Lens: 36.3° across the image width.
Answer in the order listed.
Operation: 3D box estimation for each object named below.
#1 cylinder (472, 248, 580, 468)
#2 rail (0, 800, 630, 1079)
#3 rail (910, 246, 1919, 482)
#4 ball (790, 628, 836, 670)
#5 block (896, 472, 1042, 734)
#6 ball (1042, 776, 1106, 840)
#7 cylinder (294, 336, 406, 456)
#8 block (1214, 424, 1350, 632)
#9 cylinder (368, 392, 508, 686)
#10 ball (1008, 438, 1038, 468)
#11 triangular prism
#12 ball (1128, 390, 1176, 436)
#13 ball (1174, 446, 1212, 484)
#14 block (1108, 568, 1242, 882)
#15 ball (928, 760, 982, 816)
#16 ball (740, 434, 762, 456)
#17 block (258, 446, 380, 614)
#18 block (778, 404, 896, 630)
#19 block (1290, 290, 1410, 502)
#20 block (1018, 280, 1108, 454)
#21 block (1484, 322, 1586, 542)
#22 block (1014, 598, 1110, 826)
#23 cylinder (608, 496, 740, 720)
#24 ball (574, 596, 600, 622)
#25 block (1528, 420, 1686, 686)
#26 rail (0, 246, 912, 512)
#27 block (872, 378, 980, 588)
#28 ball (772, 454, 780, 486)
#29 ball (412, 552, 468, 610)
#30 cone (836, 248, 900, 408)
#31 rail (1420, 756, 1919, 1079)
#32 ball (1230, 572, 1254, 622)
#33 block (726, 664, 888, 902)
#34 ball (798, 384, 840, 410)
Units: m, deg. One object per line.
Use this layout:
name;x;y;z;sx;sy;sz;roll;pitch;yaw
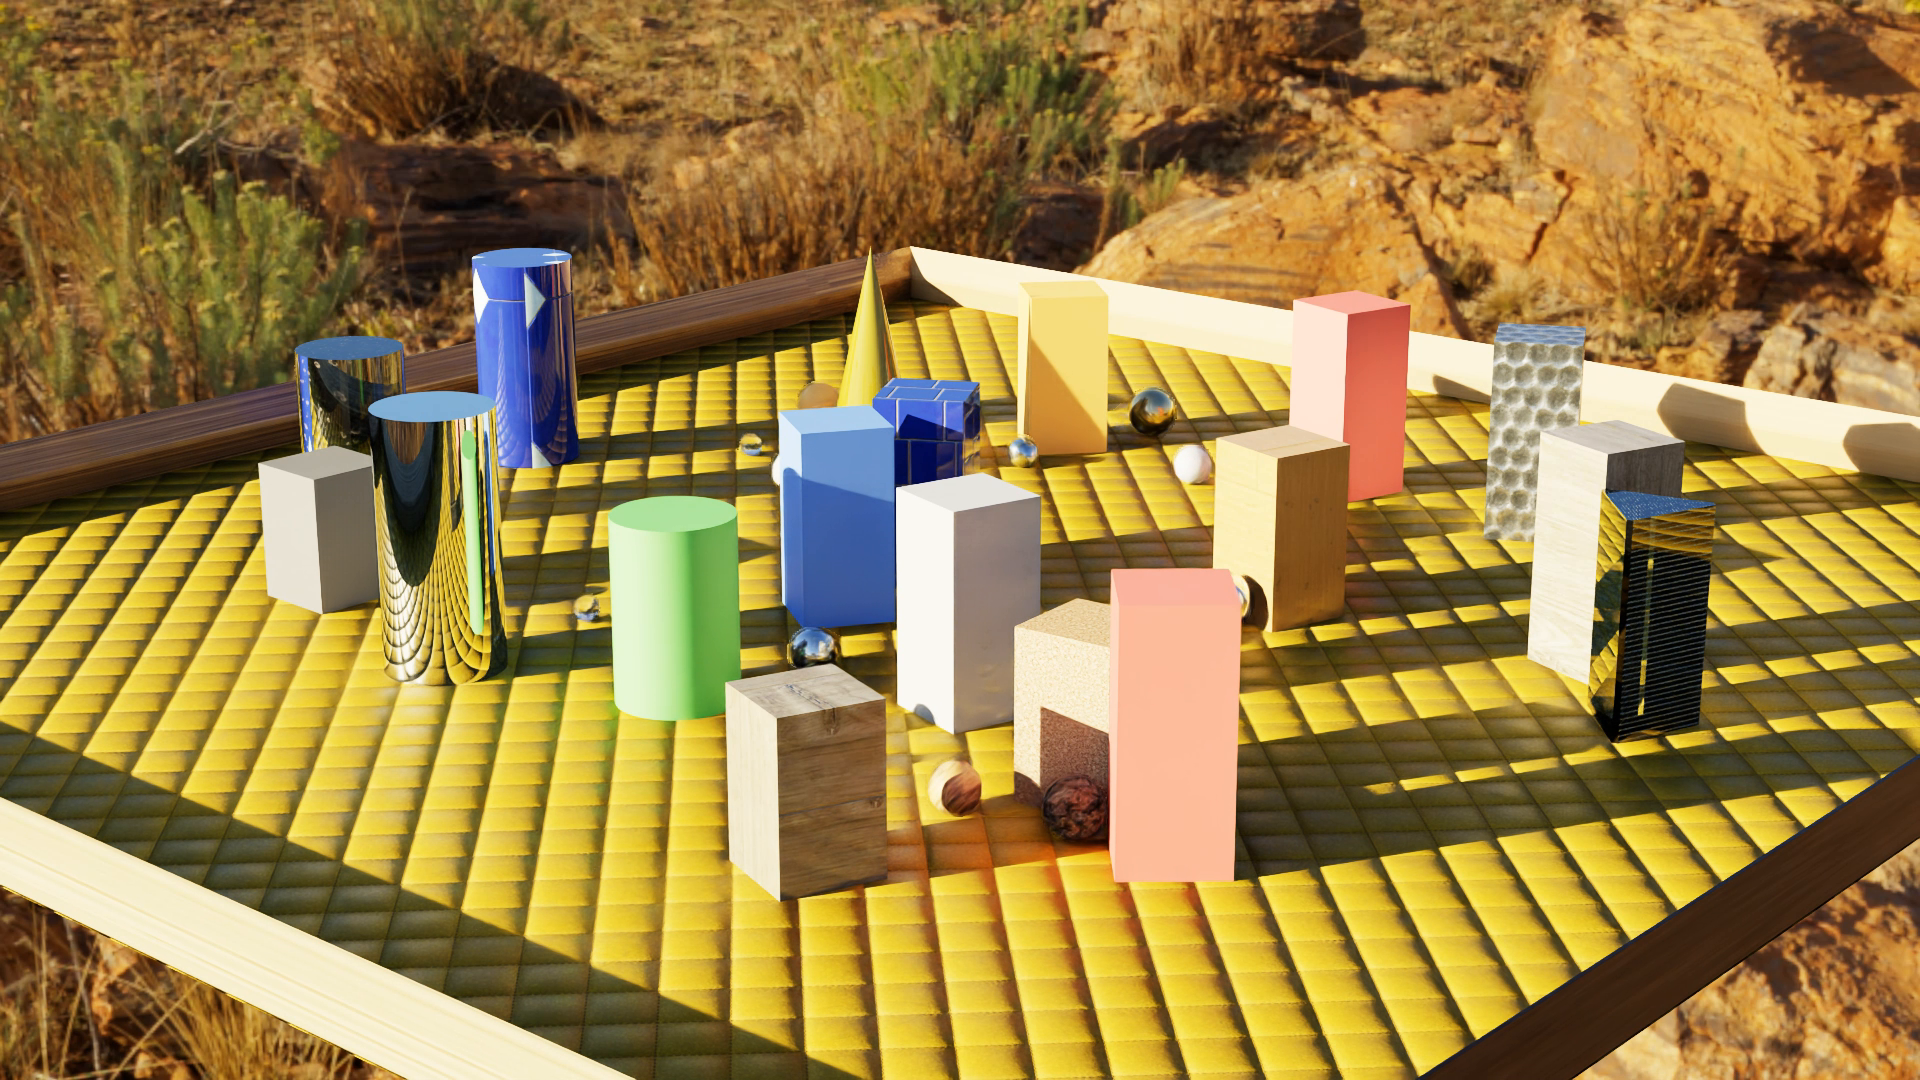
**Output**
cylinder;-0.883;-0.371;5.971;0.200;0.414;0.200;0;17;0
rail;-1.167;0.420;3.833;3.468;0.130;0.045;14;22;39
rail;1.167;-0.355;6.406;3.468;0.130;0.045;14;22;39
ball;-0.236;0.180;4.726;0.076;0.076;0.076;0;17;0
block;0.013;0.095;4.527;0.160;0.353;0.160;-11;20;-32
ball;0.159;0.371;4.069;0.088;0.088;0.088;0;17;0
cylinder;-1.140;-0.197;5.521;0.200;0.339;0.200;0;17;0
block;0.546;-0.021;5.000;0.160;0.304;0.160;-11;20;-32
cylinder;-0.837;-0.004;4.713;0.200;0.435;0.200;0;17;0
ball;0.128;-0.177;5.937;0.061;0.061;0.061;0;17;0
triangular prism;1.025;0.108;4.486;0.173;0.352;0.150;-10;19;-29
ball;0.404;-0.269;6.180;0.098;0.098;0.098;0;17;0
ball;0.462;-0.148;5.817;0.075;0.075;0.075;0;17;0
block;0.286;0.249;3.954;0.160;0.390;0.160;0;17;-1
ball;-0.007;0.351;4.155;0.078;0.078;0.078;0;17;0
ball;-0.430;-0.196;6.026;0.046;0.046;0.046;0;17;0
block;-1.099;-0.020;5.105;0.160;0.240;0.160;15;22;40
block;-0.210;-0.040;4.997;0.160;0.342;0.160;-5;17;-16
block;0.760;-0.282;5.740;0.160;0.375;0.160;-11;20;-32
block;0.212;-0.358;6.076;0.160;0.329;0.160;-2;17;-8
block;1.072;-0.199;5.465;0.160;0.377;0.160;4;17;13
block;0.189;0.243;4.191;0.160;0.264;0.160;12;20;34
cylinder;-0.444;0.105;4.581;0.200;0.304;0.200;0;17;0
ball;-0.637;0.117;4.993;0.044;0.044;0.044;0;17;0
block;1.040;0.019;4.726;0.160;0.384;0.160;-9;19;-28
rail;-1.292;-0.291;6.193;0.045;0.130;3.606;14;22;39
block;-0.058;-0.098;5.189;0.160;0.342;0.160;3;17;11
ball;-0.327;-0.137;5.760;0.086;0.086;0.086;0;17;0
ball;-0.896;0.071;5.053;0.097;0.097;0.097;0;17;0
cone;-0.177;-0.363;5.870;0.200;0.457;0.200;0;17;0
rail;1.292;0.356;4.046;0.045;0.130;3.606;14;22;39
ball;0.446;0.101;4.952;0.097;0.097;0.097;0;17;0
block;-0.206;0.323;3.937;0.160;0.258;0.160;-9;19;-27
ball;-0.297;-0.284;6.230;0.098;0.098;0.098;0;17;0
